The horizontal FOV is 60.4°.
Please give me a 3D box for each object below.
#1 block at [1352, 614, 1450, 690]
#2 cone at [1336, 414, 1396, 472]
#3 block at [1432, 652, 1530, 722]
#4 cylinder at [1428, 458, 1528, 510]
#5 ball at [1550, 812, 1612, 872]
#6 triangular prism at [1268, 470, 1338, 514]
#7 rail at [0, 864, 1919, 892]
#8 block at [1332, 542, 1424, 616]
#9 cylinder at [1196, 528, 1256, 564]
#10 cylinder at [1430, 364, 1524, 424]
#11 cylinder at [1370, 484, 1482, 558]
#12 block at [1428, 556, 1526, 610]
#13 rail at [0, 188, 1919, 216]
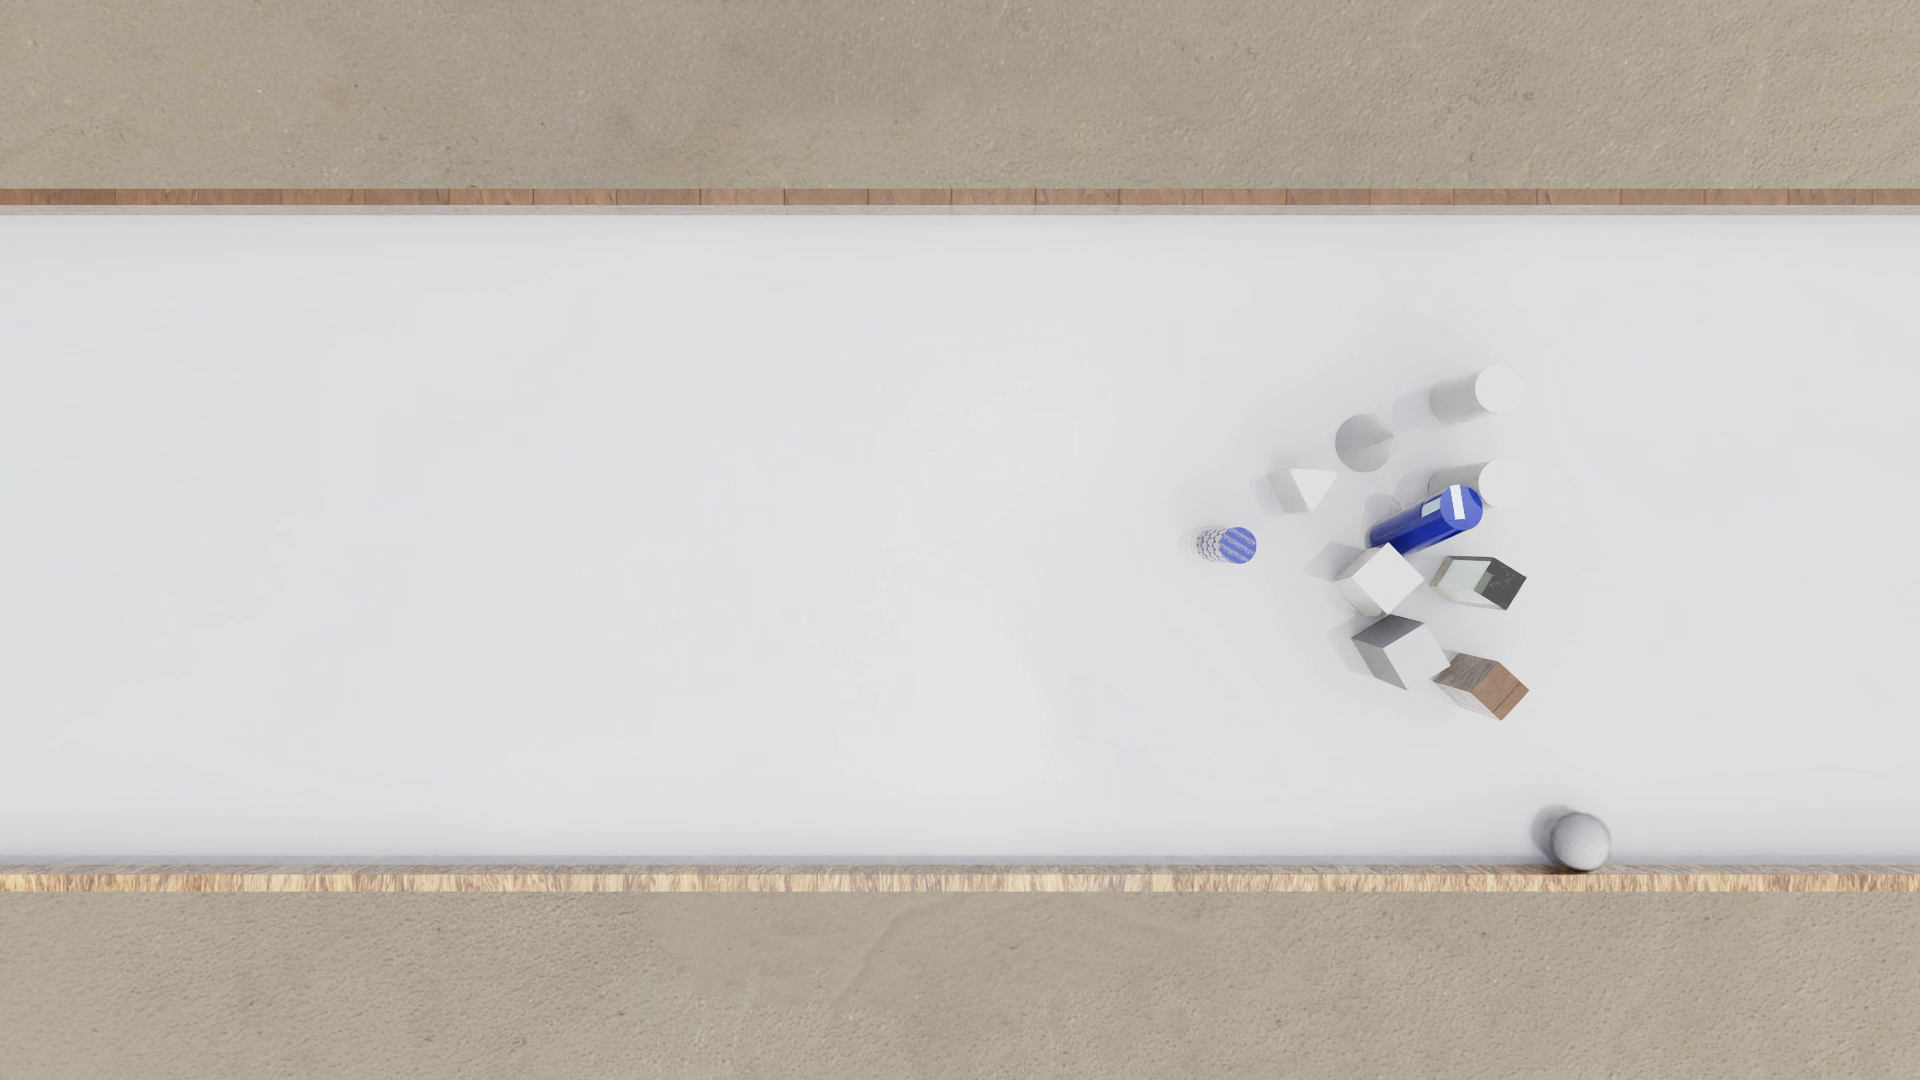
[{"bbox_3d":[1.302,0.330,4.891,0.142,0.367,0.142,-31,91,0],"label":"block"},{"bbox_3d":[1.244,-0.297,4.891,0.179,0.370,0.179,0,90,0],"label":"cone"},{"bbox_3d":[1.539,0.432,4.888,0.121,0.377,0.121,43,90,0],"label":"block"},{"bbox_3d":[1.520,-0.157,4.855,0.144,0.439,0.144,0,90,-2],"label":"cylinder"},{"bbox_3d":[1.877,0.913,4.990,0.174,0.174,0.174,0,90,0],"label":"ball"},{"bbox_3d":[0.996,-0.169,4.901,0.117,0.351,0.135,34,90,0],"label":"triangular prism"},{"bbox_3d":[-2.247,1.025,5.001,12.000,0.150,0.050,0,90,0],"label":"rail"},{"bbox_3d":[1.234,0.121,4.889,0.145,0.363,0.145,-43,85,0],"label":"block"},{"bbox_3d":[0.781,0.016,4.851,0.104,0.451,0.104,0,90,0],"label":"cylinder"},{"bbox_3d":[1.515,-0.425,4.855,0.136,0.443,0.136,0,90,0],"label":"cylinder"},{"bbox_3d":[1.364,-0.045,4.847,0.133,0.439,0.133,3,77,-12],"label":"cylinder"},{"bbox_3d":[1.517,0.123,4.854,0.110,0.445,0.110,32,90,0],"label":"block"},{"bbox_3d":[-2.247,-1.025,5.002,12.000,0.150,0.050,0,90,0],"label":"rail"}]
